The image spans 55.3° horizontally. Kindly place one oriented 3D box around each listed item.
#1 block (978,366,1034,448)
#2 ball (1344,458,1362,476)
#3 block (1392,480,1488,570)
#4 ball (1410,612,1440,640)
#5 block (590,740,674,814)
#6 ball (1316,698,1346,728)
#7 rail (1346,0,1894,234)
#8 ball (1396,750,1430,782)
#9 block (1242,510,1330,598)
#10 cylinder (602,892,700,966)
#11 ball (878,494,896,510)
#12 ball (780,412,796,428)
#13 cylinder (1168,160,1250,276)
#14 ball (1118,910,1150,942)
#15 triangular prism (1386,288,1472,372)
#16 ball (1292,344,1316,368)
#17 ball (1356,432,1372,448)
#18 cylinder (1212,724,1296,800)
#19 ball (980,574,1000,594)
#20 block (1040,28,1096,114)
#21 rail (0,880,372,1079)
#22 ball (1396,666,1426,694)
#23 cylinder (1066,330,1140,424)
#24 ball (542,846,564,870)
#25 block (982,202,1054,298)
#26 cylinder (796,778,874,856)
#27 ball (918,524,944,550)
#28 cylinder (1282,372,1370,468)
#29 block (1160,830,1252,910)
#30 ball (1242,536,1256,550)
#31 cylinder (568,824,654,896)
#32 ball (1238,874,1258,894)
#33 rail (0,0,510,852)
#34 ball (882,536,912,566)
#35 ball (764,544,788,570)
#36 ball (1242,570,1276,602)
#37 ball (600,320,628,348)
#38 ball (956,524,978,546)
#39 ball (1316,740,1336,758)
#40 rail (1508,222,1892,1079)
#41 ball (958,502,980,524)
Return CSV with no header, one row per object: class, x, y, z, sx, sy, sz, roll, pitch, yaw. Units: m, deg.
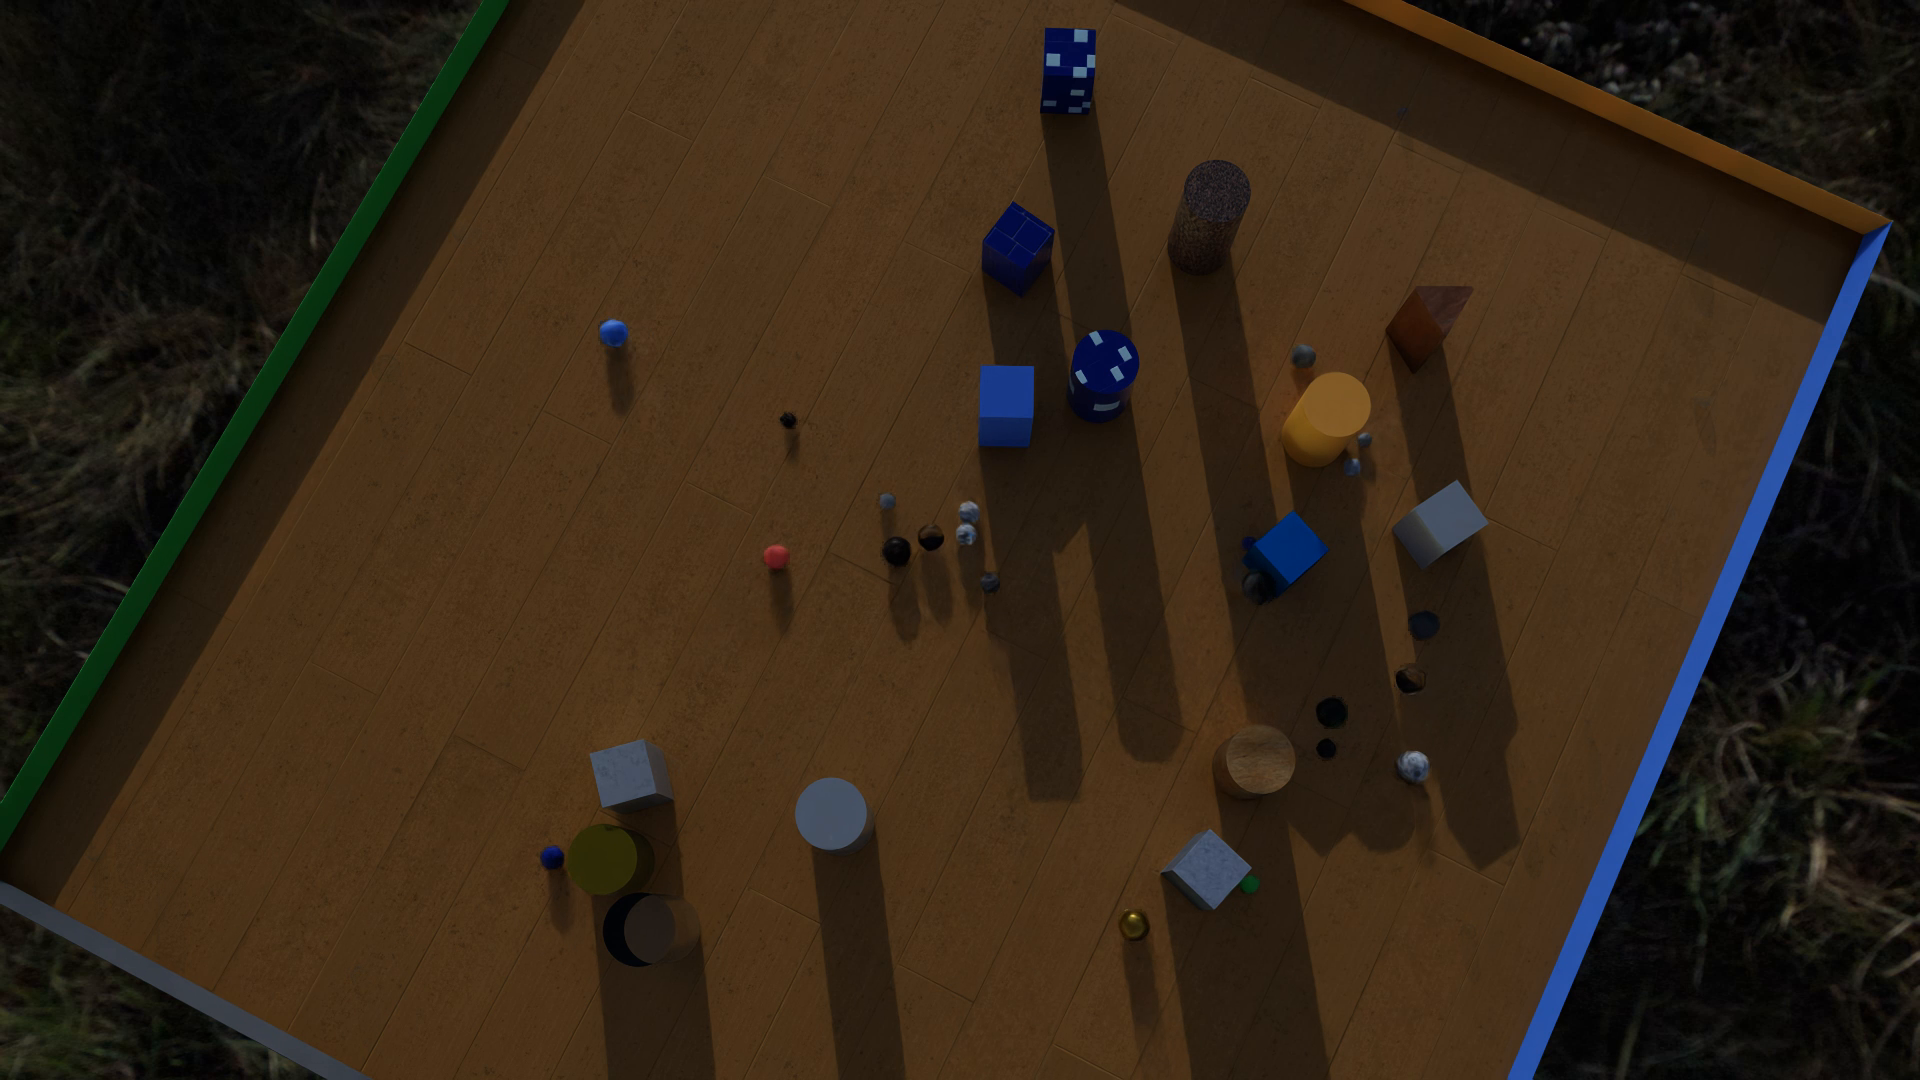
block,0.137,-0.400,5.526,0.157,0.339,0.157,1,78,0
ball,1.206,-0.225,5.635,0.054,0.054,0.054,0,78,0
block,1.433,-0.042,5.481,0.157,0.282,0.157,-33,80,-6
ball,1.400,0.257,5.520,0.085,0.085,0.085,0,78,0
block,-0.947,0.688,5.308,0.157,0.325,0.157,-15,79,-3
ball,1.107,0.514,5.465,0.089,0.089,0.089,0,78,0
rail,0.972,-1.896,5.943,4.287,0.127,0.045,26,80,5
ball,1.343,0.671,5.428,0.096,0.096,0.096,0,78,0
block,0.972,0.045,5.483,0.157,0.243,0.157,-40,81,-8
cylinder,-0.860,1.093,5.147,0.196,0.476,0.196,0,78,0
ball,-0.223,-0.118,5.615,0.051,0.051,0.051,0,78,0
ball,-0.531,-0.372,5.669,0.048,0.048,0.048,0,78,0
cylinder,0.755,-0.977,5.590,0.196,0.448,0.196,0,78,0
ball,0.507,1.124,5.338,0.090,0.090,0.090,0,78,0
triangular prism,1.398,-0.666,5.558,0.147,0.386,0.170,30,80,6
ball,1.068,-0.570,5.696,0.075,0.075,0.075,0,78,0
ball,1.249,-0.310,5.657,0.045,0.045,0.045,0,78,0
cylinder,0.851,0.650,5.330,0.196,0.298,0.196,0,78,0
ball,0.092,0.131,5.558,0.062,0.062,0.062,0,78,0
block,0.339,-1.477,5.783,0.157,0.273,0.157,2,78,0
rail,-0.972,1.910,5.155,4.287,0.127,0.045,26,80,5
ball,1.349,0.418,5.485,0.087,0.087,0.087,0,78,0
cylinder,0.430,-0.492,5.552,0.196,0.326,0.196,0,78,0
ball,-1.197,0.936,5.389,0.067,0.067,0.067,0,78,0
block,0.178,-0.896,5.671,0.157,0.256,0.157,36,81,7
cylinder,-0.352,0.792,5.220,0.196,0.455,0.196,0,78,0
ball,-0.088,-0.008,5.577,0.081,0.081,0.081,0,78,0
cylinder,1.096,-0.357,5.505,0.196,0.364,0.196,0,78,0
block,0.702,0.948,5.256,0.157,0.321,0.157,43,81,8
ball,0.882,0.011,5.592,0.043,0.043,0.043,0,78,0
cylinder,-1.000,0.923,5.271,0.196,0.303,0.196,0,78,0
ball,0.847,1.010,5.379,0.056,0.056,0.056,0,78,0
rail,-1.896,-0.922,5.741,0.045,0.127,4.392,26,80,5
ball,-0.191,0.035,5.564,0.088,0.088,0.088,0,78,0
ball,-0.559,0.053,5.567,0.075,0.075,0.075,0,78,0
ball,0.887,0.138,5.451,0.098,0.098,0.098,0,78,0
ball,-1.079,-0.644,5.706,0.086,0.086,0.086,0,78,0
ball,0.019,-0.017,5.585,0.068,0.068,0.068,0,78,0
ball,1.091,0.622,5.459,0.057,0.057,0.057,0,78,0
rail,1.896,0.935,5.357,0.045,0.127,4.392,26,80,5
ball,0.029,-0.083,5.599,0.068,0.068,0.068,0,78,0
